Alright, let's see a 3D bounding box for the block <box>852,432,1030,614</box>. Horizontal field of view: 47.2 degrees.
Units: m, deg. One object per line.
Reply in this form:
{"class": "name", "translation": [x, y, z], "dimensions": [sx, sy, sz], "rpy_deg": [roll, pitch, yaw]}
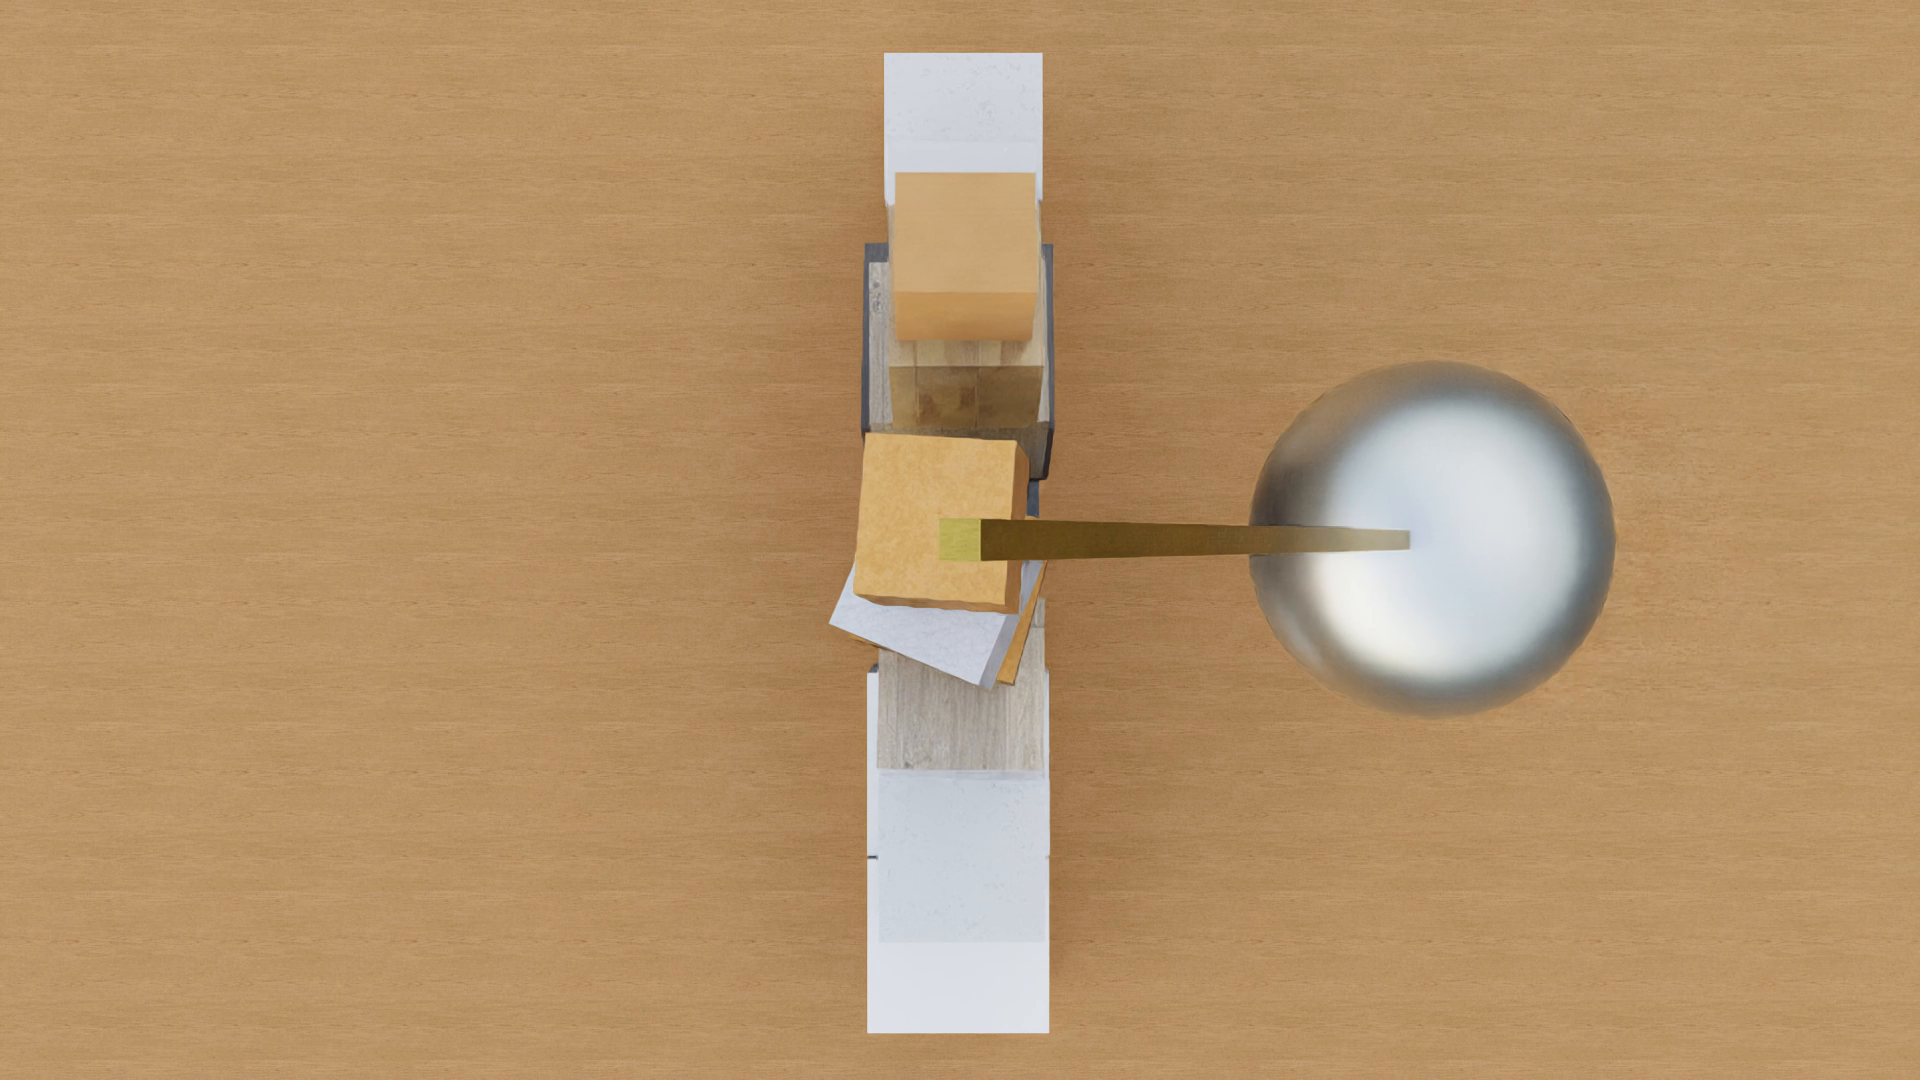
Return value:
{"class": "block", "translation": [-0.064, -0.057, 8.677], "dimensions": [0.584, 0.547, 0.625], "rpy_deg": [4, 84, 8]}

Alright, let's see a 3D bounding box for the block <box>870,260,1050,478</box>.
{"class": "block", "translation": [-0.008, -0.751, 9.890], "dimensions": [0.769, 0.791, 0.742], "rpy_deg": [-1, 74, 0]}

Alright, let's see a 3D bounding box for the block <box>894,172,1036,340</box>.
{"class": "block", "translation": [0.018, -1.096, 8.546], "dimensions": [0.536, 0.494, 0.490], "rpy_deg": [0, 74, 0]}

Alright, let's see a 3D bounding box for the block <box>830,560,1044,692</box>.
{"class": "block", "translation": [-0.080, 0.207, 9.264], "dimensions": [0.658, 0.647, 0.633], "rpy_deg": [22, 86, 7]}

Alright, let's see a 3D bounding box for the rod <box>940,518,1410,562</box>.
{"class": "rod", "translation": [0.899, 0.000, 6.543], "dimensions": [0.080, 5.200, 0.080], "rpy_deg": [0, 90, 20]}

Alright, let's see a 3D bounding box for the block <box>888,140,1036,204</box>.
{"class": "block", "translation": [0.010, -1.725, 11.746], "dimensions": [0.766, 0.744, 0.710], "rpy_deg": [0, 93, 0]}

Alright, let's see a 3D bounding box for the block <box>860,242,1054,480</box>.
{"class": "block", "translation": [-0.010, -0.860, 10.733], "dimensions": [0.902, 0.767, 0.933], "rpy_deg": [0, 74, 0]}

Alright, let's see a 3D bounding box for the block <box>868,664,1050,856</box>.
{"class": "block", "translation": [-0.008, 1.227, 12.514], "dimensions": [0.998, 0.972, 0.998], "rpy_deg": [0, 90, 0]}

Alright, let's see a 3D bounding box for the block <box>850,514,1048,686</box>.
{"class": "block", "translation": [-0.018, 0.206, 9.952], "dimensions": [0.740, 0.685, 0.726], "rpy_deg": [15, 86, 3]}

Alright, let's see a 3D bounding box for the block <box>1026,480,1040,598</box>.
{"class": "block", "translation": [-0.031, -0.151, 11.581], "dimensions": [0.856, 1.044, 0.987], "rpy_deg": [0, 88, 0]}

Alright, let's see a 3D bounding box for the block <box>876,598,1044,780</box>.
{"class": "block", "translation": [0.008, 0.736, 10.692], "dimensions": [0.774, 0.883, 0.808], "rpy_deg": [1, 81, 0]}

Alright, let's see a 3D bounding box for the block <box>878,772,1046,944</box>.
{"class": "block", "translation": [0.007, 1.607, 11.508], "dimensions": [0.836, 0.933, 0.892], "rpy_deg": [0, 86, 0]}

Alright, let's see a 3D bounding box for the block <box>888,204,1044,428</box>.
{"class": "block", "translation": [0.020, -0.918, 9.139], "dimensions": [0.616, 0.745, 0.697], "rpy_deg": [0, 74, 0]}

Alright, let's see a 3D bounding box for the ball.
{"class": "ball", "translation": [2.074, 0.000, 9.734], "dimensions": [1.600, 1.600, 1.600], "rpy_deg": [0, 90, 0]}

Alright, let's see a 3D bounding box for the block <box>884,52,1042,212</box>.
{"class": "block", "translation": [0.019, -2.279, 12.556], "dimensions": [0.870, 0.889, 0.806], "rpy_deg": [0, 90, 0]}

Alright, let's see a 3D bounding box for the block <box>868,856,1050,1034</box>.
{"class": "block", "translation": [-0.009, 2.210, 12.483], "dimensions": [0.988, 1.033, 0.946], "rpy_deg": [0, 90, 0]}
